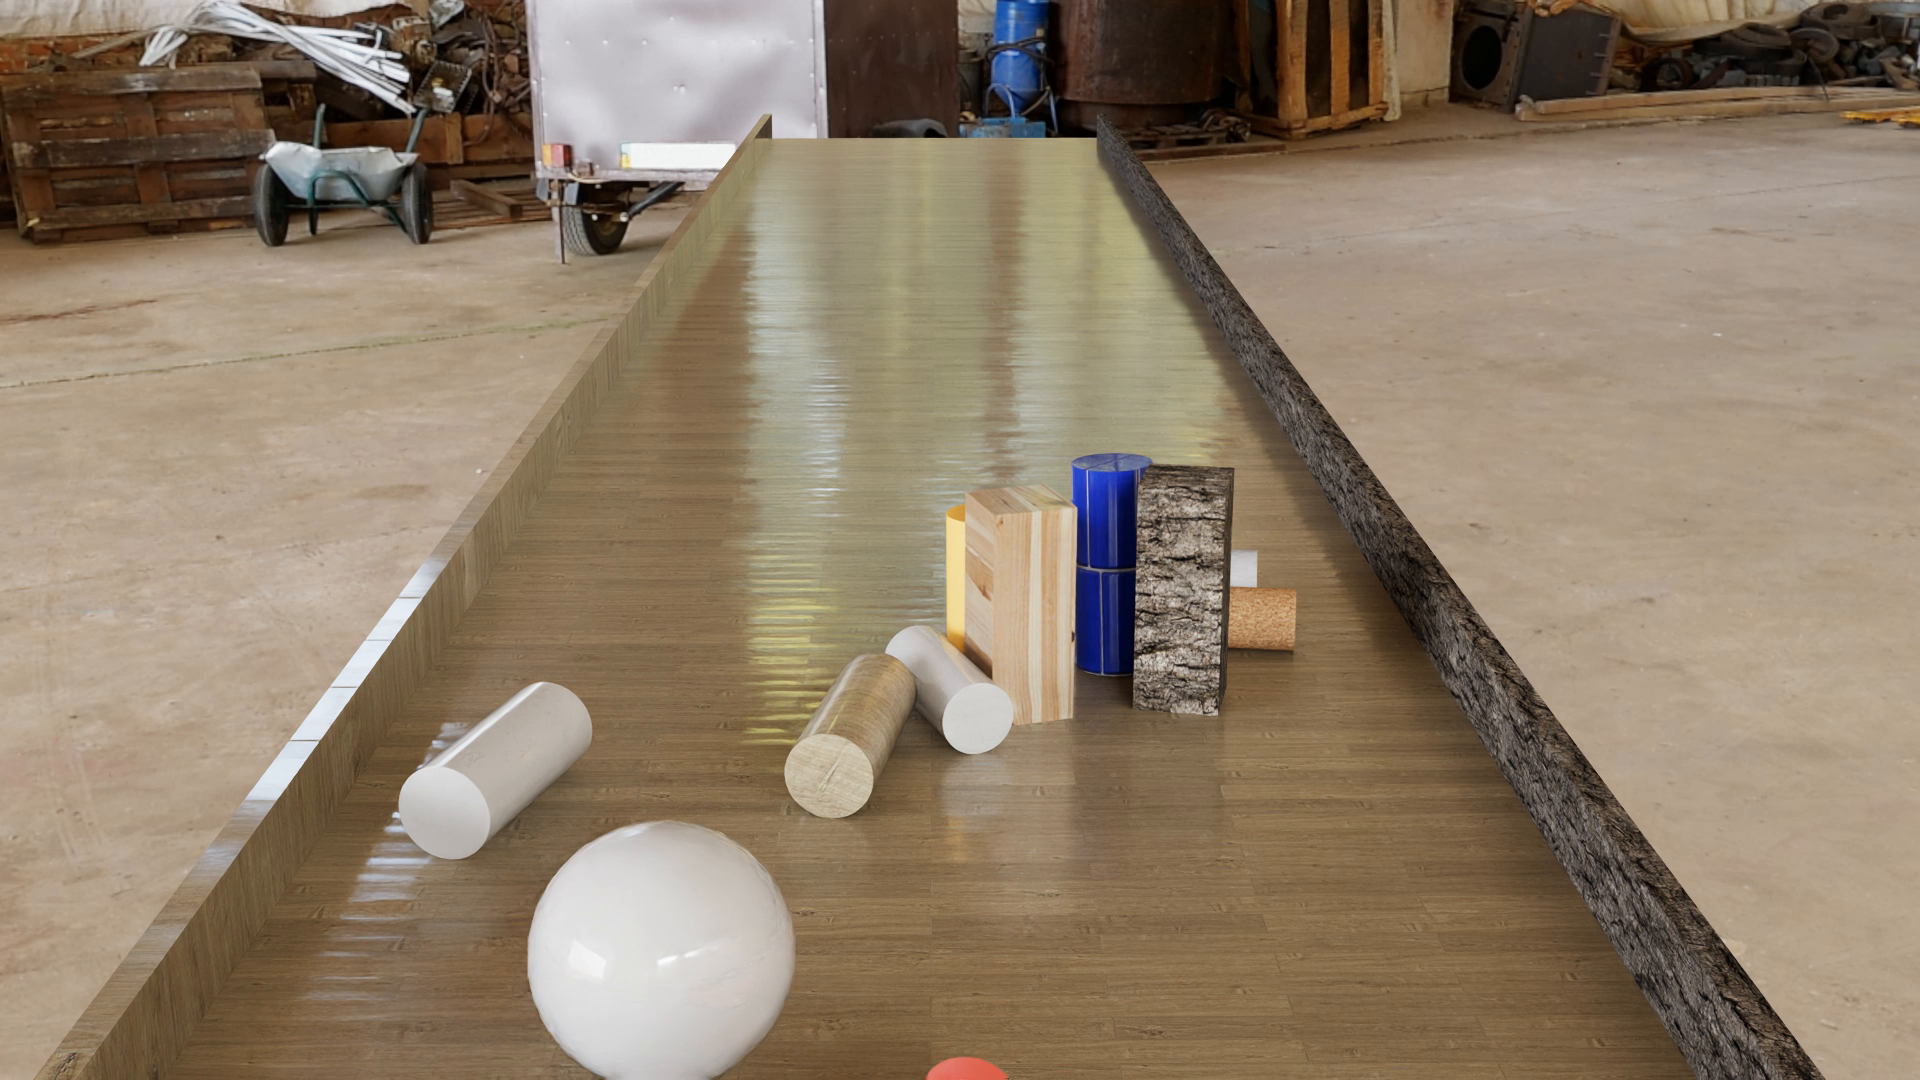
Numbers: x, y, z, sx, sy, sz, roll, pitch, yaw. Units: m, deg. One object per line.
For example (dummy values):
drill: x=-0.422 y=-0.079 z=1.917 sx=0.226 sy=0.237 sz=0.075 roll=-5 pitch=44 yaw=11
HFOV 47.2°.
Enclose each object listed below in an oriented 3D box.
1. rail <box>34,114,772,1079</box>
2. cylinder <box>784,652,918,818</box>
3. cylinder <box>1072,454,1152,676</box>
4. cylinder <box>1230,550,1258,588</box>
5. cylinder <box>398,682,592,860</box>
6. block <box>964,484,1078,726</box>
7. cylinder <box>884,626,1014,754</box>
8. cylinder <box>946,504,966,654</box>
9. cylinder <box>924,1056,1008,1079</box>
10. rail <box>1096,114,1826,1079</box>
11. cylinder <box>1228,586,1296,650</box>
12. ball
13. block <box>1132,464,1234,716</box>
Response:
rail: x=-1.118 y=-0.838 z=7.780 sx=0.050 sy=0.150 sz=12.000 roll=0 pitch=17 yaw=-1
cylinder: x=-0.185 y=0.334 z=3.840 sx=0.151 sy=0.151 sz=0.411 roll=3 pitch=17 yaw=9
cylinder: x=0.303 y=0.047 z=4.334 sx=0.160 sy=0.412 sz=0.160 roll=-2 pitch=15 yaw=1
cylinder: x=0.443 y=0.093 z=4.639 sx=0.359 sy=0.157 sz=0.157 roll=2 pitch=17 yaw=7
cylinder: x=-0.769 y=0.379 z=3.674 sx=0.159 sy=0.159 sz=0.397 roll=4 pitch=17 yaw=14
block: x=0.110 y=0.121 z=4.093 sx=0.160 sy=0.411 sz=0.160 roll=-6 pitch=19 yaw=-18
cylinder: x=-0.025 y=0.273 z=4.073 sx=0.135 sy=0.135 sz=0.339 roll=-6 pitch=18 yaw=-19
cylinder: x=0.048 y=0.113 z=4.245 sx=0.148 sy=0.343 sz=0.148 roll=0 pitch=17 yaw=0
cylinder: x=-0.027 y=0.744 z=2.512 sx=0.122 sy=0.122 sz=0.397 roll=3 pitch=17 yaw=11
rail: x=0.932 y=-0.844 z=7.801 sx=0.050 sy=0.150 sz=12.000 roll=0 pitch=17 yaw=-1
cylinder: x=0.479 y=0.154 z=4.489 sx=0.406 sy=0.125 sz=0.125 roll=2 pitch=17 yaw=8
ball: x=-0.384 y=0.533 z=2.834 sx=0.342 sy=0.342 sz=0.342 roll=0 pitch=17 yaw=0
block: x=0.422 y=0.092 z=4.146 sx=0.161 sy=0.440 sz=0.161 roll=4 pitch=17 yaw=12
